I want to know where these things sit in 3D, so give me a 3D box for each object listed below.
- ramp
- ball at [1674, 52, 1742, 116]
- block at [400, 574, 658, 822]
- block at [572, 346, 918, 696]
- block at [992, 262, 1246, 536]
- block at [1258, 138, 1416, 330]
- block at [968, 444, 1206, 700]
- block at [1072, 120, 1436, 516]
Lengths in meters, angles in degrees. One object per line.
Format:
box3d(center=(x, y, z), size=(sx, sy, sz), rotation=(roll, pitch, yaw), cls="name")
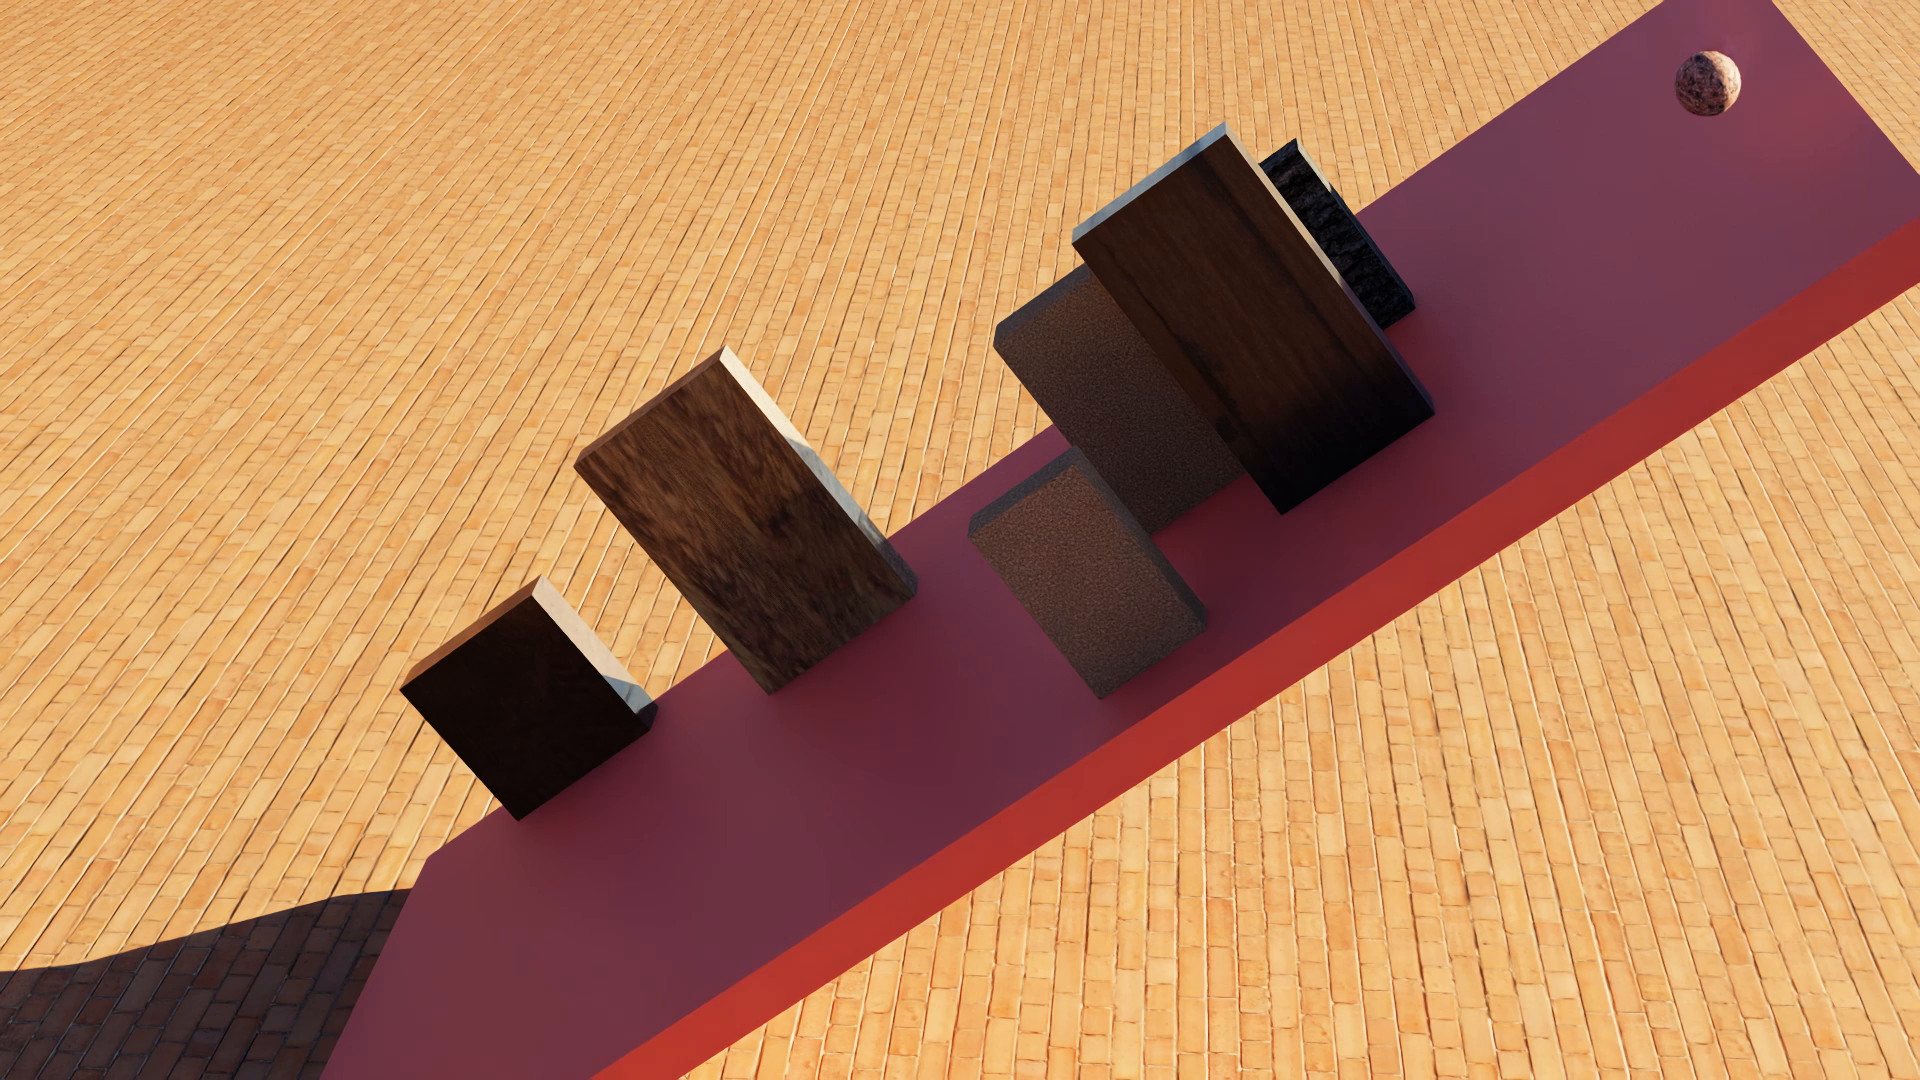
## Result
box3d(center=(0.128, 0.180, 6.324), size=(4.000, 0.100, 2.000), rotation=(-34, 16, 17), cls="ramp")
box3d(center=(1.397, -0.852, 5.495), size=(0.121, 0.121, 0.121), rotation=(0, 23, 0), cls="ball")
box3d(center=(-1.087, 0.401, 7.434), size=(0.445, 0.458, 0.133), rotation=(-34, 16, 17), cls="block")
box3d(center=(-0.492, -0.039, 6.820), size=(0.439, 0.718, 0.105), rotation=(-34, 16, 17), cls="block")
box3d(center=(0.396, -0.336, 5.992), size=(0.423, 0.521, 0.138), rotation=(-34, 16, 17), cls="block")
box3d(center=(0.693, -0.569, 6.150), size=(0.329, 0.423, 0.099), rotation=(-34, 16, 17), cls="block")
box3d(center=(0.237, 0.062, 5.454), size=(0.245, 0.408, 0.099), rotation=(-34, 16, 17), cls="block")
box3d(center=(0.555, -0.413, 5.554), size=(0.353, 0.675, 0.096), rotation=(-34, 16, 17), cls="block")
